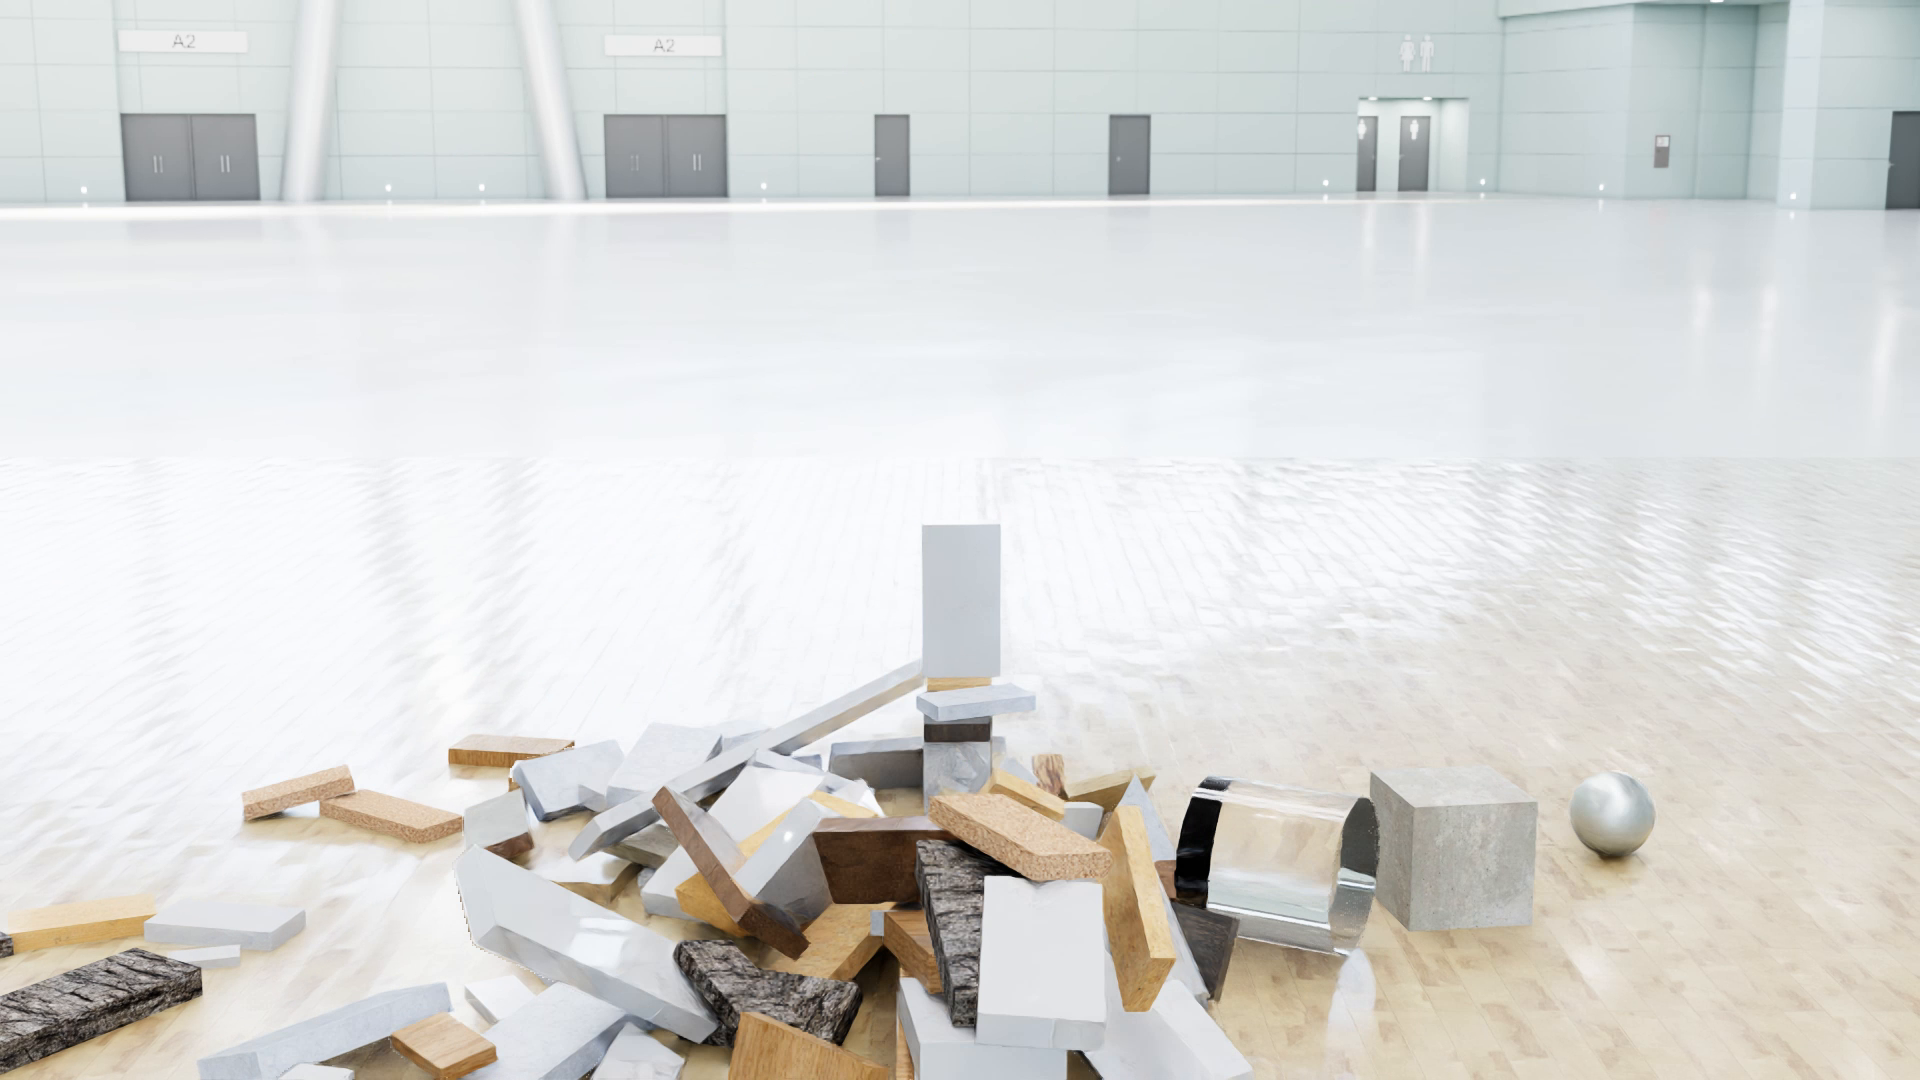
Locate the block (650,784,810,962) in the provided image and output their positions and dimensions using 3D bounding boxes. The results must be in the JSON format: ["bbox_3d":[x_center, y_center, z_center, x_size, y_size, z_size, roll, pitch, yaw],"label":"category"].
[{"bbox_3d":[-0.358,0.505,3.379,0.120,0.034,0.446,39,-1,-30],"label":"block"}]

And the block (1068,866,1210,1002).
[{"bbox_3d":[0.253,0.565,3.142,0.120,0.240,0.034,-26,-30,7],"label":"block"}]

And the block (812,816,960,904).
[{"bbox_3d":[-0.079,0.448,3.076,0.240,0.120,0.034,-5,24,23],"label":"block"}]

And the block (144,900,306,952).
[{"bbox_3d":[-1.162,0.609,3.481,0.218,0.031,0.109,2,11,11],"label":"block"}]

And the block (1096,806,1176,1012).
[{"bbox_3d":[0.225,0.480,2.877,0.034,0.120,0.239,4,45,-15],"label":"block"}]

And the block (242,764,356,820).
[{"bbox_3d":[-1.240,0.471,4.120,0.200,0.028,0.100,-15,12,-18],"label":"block"}]

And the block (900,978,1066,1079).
[{"bbox_3d":[0.021,0.566,2.562,0.161,0.046,0.322,0,1,-6],"label":"block"}]

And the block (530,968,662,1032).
[{"bbox_3d":[-0.552,0.645,3.281,0.118,0.034,0.419,-6,12,-29],"label":"block"}]

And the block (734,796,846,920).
[{"bbox_3d":[-0.219,0.479,3.276,0.044,0.155,0.310,40,-3,21],"label":"block"}]

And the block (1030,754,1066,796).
[{"bbox_3d":[0.170,0.457,4.148,0.058,0.017,0.117,-1,49,-7],"label":"block"}]

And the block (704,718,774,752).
[{"bbox_3d":[-0.497,0.411,4.557,0.203,0.029,0.101,-10,15,-44],"label":"block"}]

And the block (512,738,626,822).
[{"bbox_3d":[-0.719,0.451,4.138,0.226,0.032,0.113,-11,60,-47],"label":"block"}]

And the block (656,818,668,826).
[{"bbox_3d":[-0.514,0.517,3.908,0.292,0.032,0.113,-4,10,5],"label":"block"}]

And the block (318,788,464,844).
[{"bbox_3d":[-1.046,0.506,4.043,0.288,0.028,0.100,8,13,36],"label":"block"}]

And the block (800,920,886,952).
[{"bbox_3d":[-0.094,0.591,3.469,0.146,0.041,0.292,-6,4,43],"label":"block"}]

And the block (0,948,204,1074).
[{"bbox_3d":[-1.282,0.671,3.114,0.151,0.043,0.387,7,12,32],"label":"block"}]

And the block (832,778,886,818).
[{"bbox_3d":[-0.200,0.487,3.730,0.141,0.040,0.282,-26,12,-6],"label":"block"}]

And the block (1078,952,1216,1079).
[{"bbox_3d":[0.216,0.662,2.921,0.112,0.032,0.444,-30,25,-10],"label":"block"}]

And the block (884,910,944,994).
[{"bbox_3d":[0.009,0.523,2.823,0.161,0.046,0.449,0,-3,-9],"label":"block"}]

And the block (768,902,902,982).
[{"bbox_3d":[-0.190,0.607,3.246,0.118,0.034,0.237,-4,24,35],"label":"block"}]

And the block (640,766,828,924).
[{"bbox_3d":[-0.372,0.507,3.680,0.155,0.044,0.366,5,30,24],"label":"block"}]

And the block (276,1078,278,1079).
[{"bbox_3d":[-0.784,0.739,2.754,0.295,0.041,0.146,7,12,32],"label":"block"}]

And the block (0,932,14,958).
[{"bbox_3d":[-1.565,0.634,3.353,0.100,0.028,0.201,9,14,42],"label":"block"}]

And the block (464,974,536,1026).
[{"bbox_3d":[-0.656,0.670,3.179,0.075,0.021,0.150,-6,12,-30],"label":"block"}]

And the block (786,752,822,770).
[{"bbox_3d":[-0.337,0.452,4.204,0.148,0.074,0.021,-5,7,-24],"label":"block"}]

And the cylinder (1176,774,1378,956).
[{"bbox_3d":[0.498,0.507,3.439,0.247,0.247,0.247,6,12,27],"label":"cylinder"}]

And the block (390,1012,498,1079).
[{"bbox_3d":[-0.684,0.672,2.915,0.078,0.022,0.157,-19,18,-35],"label":"block"}]

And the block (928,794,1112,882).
[{"bbox_3d":[0.071,0.363,2.697,0.112,0.032,0.224,3,11,-37],"label":"block"}]

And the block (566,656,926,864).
[{"bbox_3d":[-0.319,0.367,4.031,1.054,0.029,0.101,-23,-19,-52],"label":"block"}]

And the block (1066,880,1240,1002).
[{"bbox_3d":[0.247,0.572,3.192,0.297,0.120,0.034,11,-11,25],"label":"block"}]

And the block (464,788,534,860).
[{"bbox_3d":[-0.812,0.506,3.868,0.109,0.031,0.365,-20,9,-11],"label":"block"}]

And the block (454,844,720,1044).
[{"bbox_3d":[-0.493,0.544,2.935,0.416,0.040,0.141,37,15,-42],"label":"block"}]

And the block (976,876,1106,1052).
[{"bbox_3d":[0.092,0.473,2.479,0.137,0.039,0.274,4,23,1],"label":"block"}]

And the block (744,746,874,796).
[{"bbox_3d":[-0.278,0.449,3.907,0.226,0.113,0.032,22,42,-15],"label":"block"}]

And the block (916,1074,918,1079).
[{"bbox_3d":[0.023,0.713,2.285,0.137,0.039,0.642,0,19,-1],"label":"block"}]

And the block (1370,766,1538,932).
[{"bbox_3d":[0.800,0.500,3.591,0.206,0.206,0.206,-2,11,-9],"label":"block"}]

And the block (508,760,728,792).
[{"bbox_3d":[-0.588,0.457,4.297,0.567,0.032,0.113,-1,11,-4],"label":"block"}]

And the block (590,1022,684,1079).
[{"bbox_3d":[-0.425,0.700,2.868,0.094,0.027,0.187,35,12,-1],"label":"block"}]

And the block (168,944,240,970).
[{"bbox_3d":[-1.155,0.640,3.360,0.105,0.015,0.053,-3,11,-18],"label":"block"}]

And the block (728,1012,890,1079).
[{"bbox_3d":[-0.194,0.673,2.762,0.027,0.094,0.260,14,-3,-44],"label":"block"}]
